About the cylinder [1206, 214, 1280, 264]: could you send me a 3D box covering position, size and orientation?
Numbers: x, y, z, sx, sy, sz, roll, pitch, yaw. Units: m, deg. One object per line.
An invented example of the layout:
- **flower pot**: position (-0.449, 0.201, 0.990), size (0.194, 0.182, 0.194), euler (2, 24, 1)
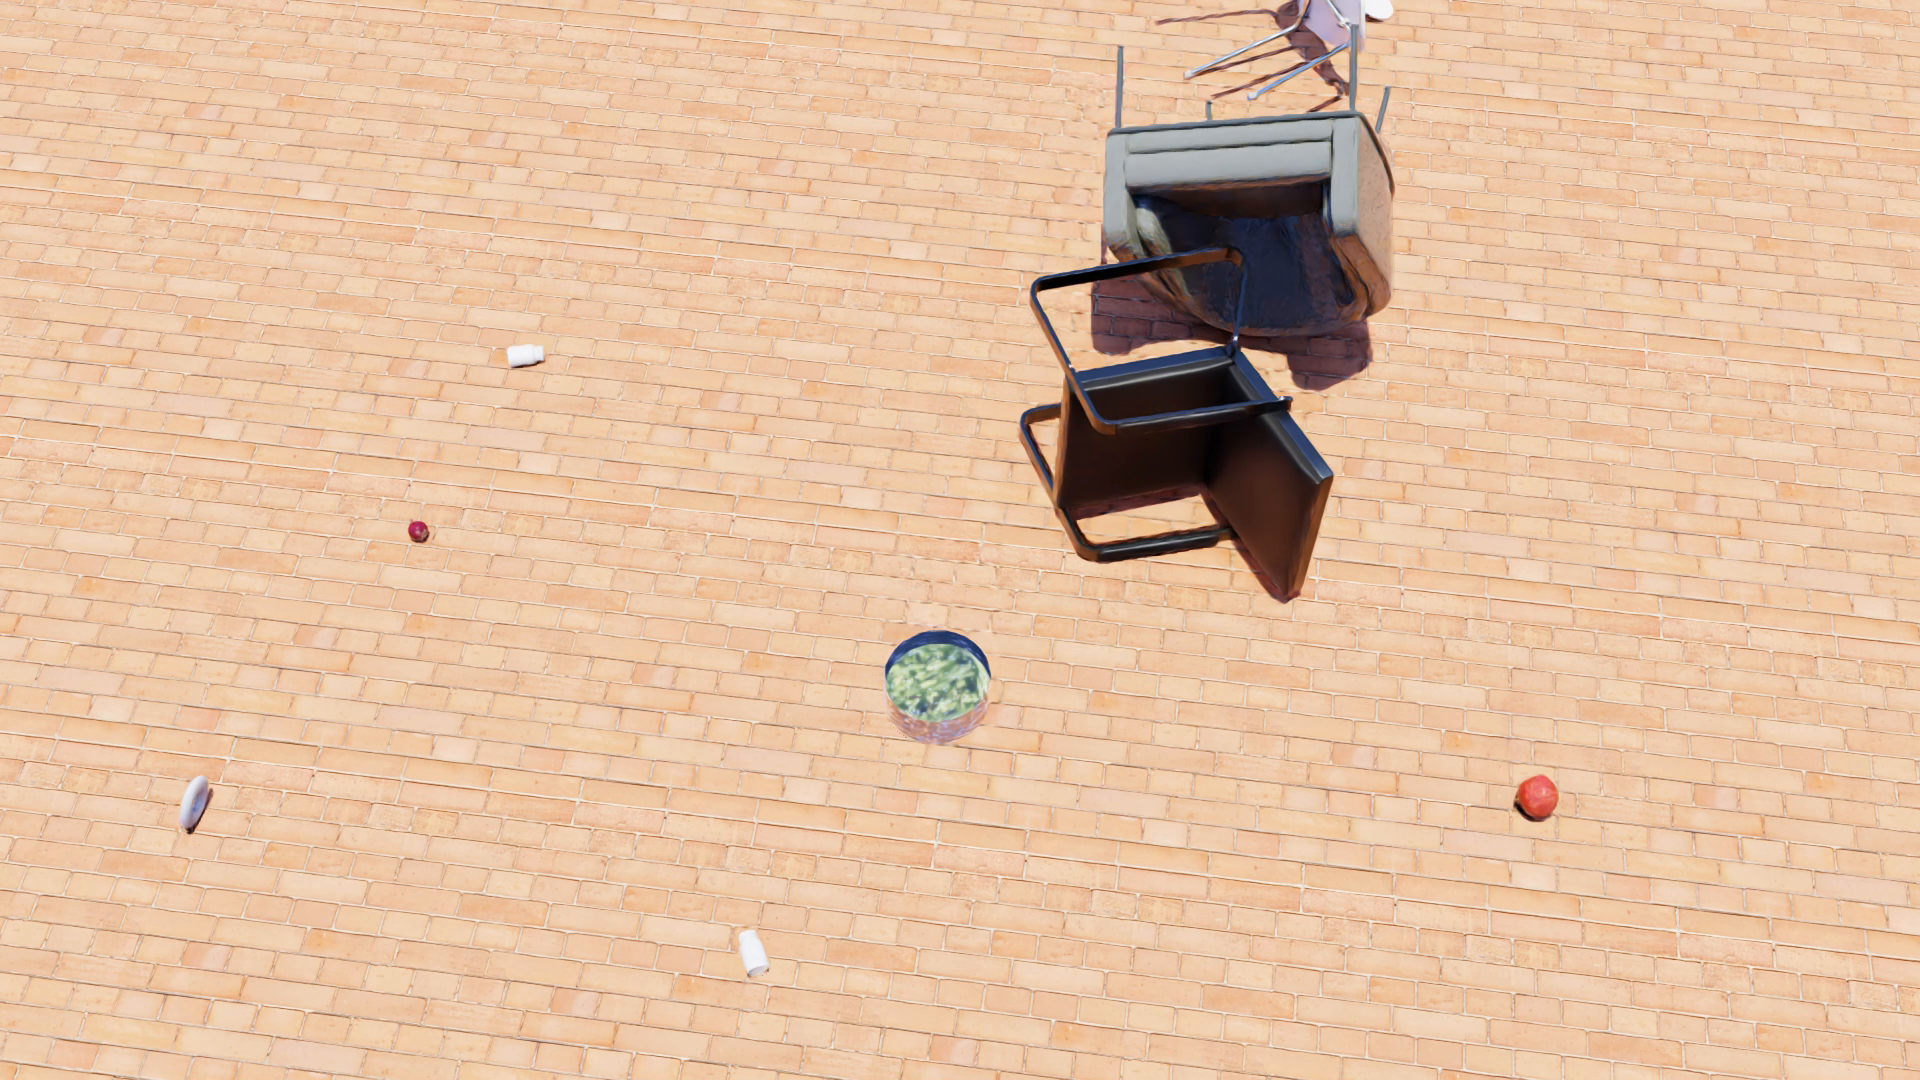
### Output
- **cylinder**: position (0.921, -0.980, 7.152), size (0.211, 0.129, 0.168), euler (-5, 41, -4)

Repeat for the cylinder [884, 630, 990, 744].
- **cylinder**: position (-0.064, 0.415, 6.218), size (0.300, 0.129, 0.295), euler (-31, 62, -19)

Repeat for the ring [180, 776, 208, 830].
- **ring**: position (-2.098, 0.719, 6.018), size (0.028, 0.120, 0.149), euler (15, 89, 6)
